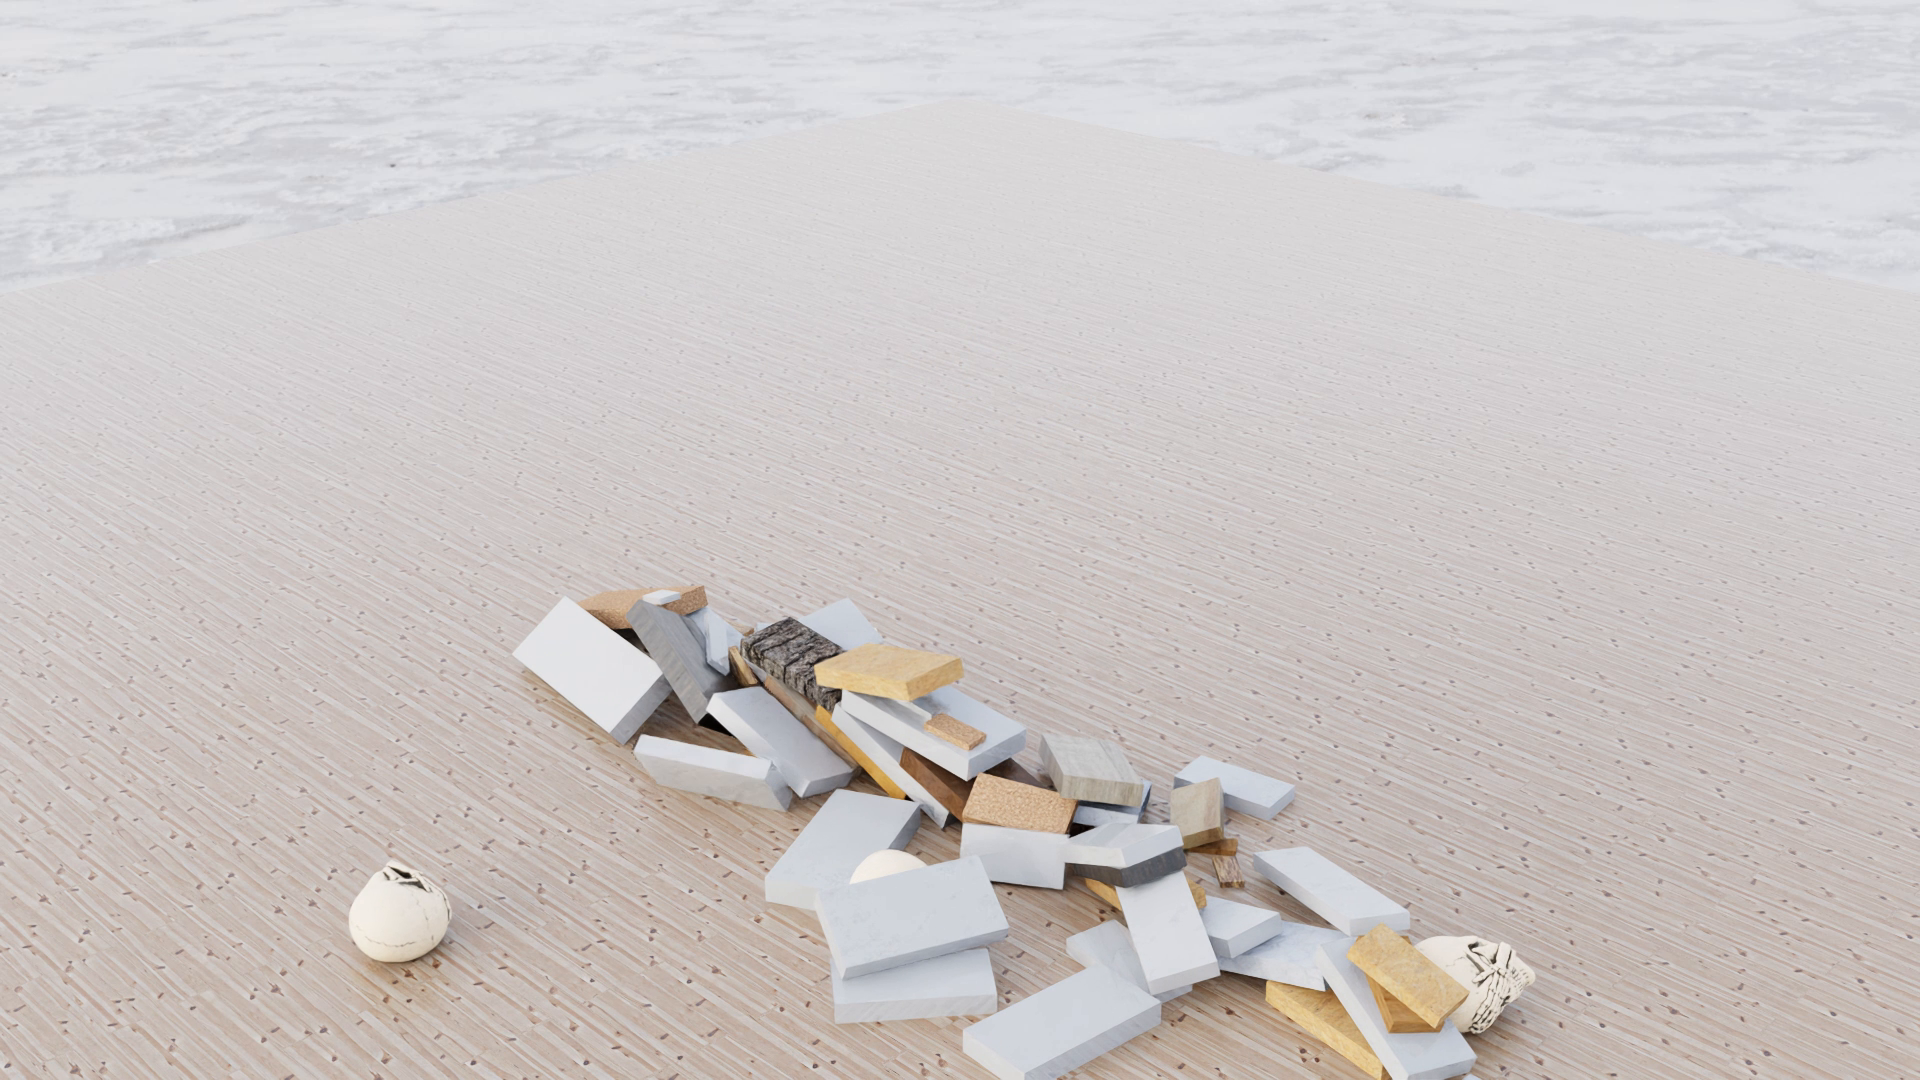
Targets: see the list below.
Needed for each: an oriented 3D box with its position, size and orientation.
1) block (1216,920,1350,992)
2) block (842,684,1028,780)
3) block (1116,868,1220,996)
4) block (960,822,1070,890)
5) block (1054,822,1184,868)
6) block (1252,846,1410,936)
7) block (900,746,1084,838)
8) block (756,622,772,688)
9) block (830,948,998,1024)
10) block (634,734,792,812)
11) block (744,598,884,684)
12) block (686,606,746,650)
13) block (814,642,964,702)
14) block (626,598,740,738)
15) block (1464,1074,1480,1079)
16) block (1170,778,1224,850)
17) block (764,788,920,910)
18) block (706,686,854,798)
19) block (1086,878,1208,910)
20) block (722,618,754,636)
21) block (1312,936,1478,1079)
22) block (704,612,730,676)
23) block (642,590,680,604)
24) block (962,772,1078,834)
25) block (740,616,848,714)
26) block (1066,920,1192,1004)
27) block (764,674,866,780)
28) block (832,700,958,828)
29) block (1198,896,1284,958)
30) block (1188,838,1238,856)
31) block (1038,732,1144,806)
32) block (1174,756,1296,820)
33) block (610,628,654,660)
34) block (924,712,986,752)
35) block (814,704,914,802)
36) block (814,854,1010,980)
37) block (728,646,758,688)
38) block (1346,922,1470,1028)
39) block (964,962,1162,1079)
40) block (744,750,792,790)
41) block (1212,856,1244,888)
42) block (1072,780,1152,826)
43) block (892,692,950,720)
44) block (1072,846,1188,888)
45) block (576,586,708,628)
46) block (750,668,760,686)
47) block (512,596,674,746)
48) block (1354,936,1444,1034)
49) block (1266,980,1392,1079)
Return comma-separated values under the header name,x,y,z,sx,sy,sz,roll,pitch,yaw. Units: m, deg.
name,x,y,z,sx,sy,sz,roll,pitch,yaw
block,0.567,0.729,3.907,0.283,0.040,0.141,3,19,44
block,-0.054,0.362,4.465,0.350,0.050,0.175,26,34,35
block,0.365,0.689,3.889,0.125,0.035,0.250,-16,33,-1
block,0.103,0.603,4.205,0.203,0.102,0.029,5,-2,12
block,0.292,0.564,4.074,0.126,0.036,0.252,-17,2,-26
block,0.671,0.637,4.015,0.111,0.031,0.472,-5,7,-12
block,0.061,0.505,4.384,0.175,0.050,0.350,-20,47,-40
block,-0.397,0.263,4.882,0.098,0.028,0.195,5,39,-14
block,-0.083,0.783,3.864,0.282,0.040,0.141,-2,23,-6
block,-0.500,0.473,4.462,0.297,0.148,0.042,9,61,21
block,-0.324,0.237,4.844,0.282,0.040,0.141,-24,58,-30
block,-0.541,0.273,4.963,0.168,0.048,0.337,-21,44,-40
block,-0.146,0.267,4.478,0.148,0.042,0.297,-22,18,-38
block,-0.574,0.283,4.765,0.180,0.051,0.360,27,19,-50
block,0.872,0.930,3.536,0.093,0.026,0.186,-21,31,-40
block,0.473,0.547,4.388,0.102,0.029,0.203,-17,19,12
block,-0.223,0.604,4.273,0.180,0.051,0.360,8,24,18
block,-0.373,0.414,4.554,0.297,0.042,0.149,39,24,26
block,0.343,0.648,4.102,0.125,0.035,0.250,-17,16,-19
block,-0.569,0.214,5.229,0.145,0.021,0.072,14,27,29
block,0.728,0.786,3.696,0.141,0.040,0.283,-7,42,-26
block,-0.542,0.229,4.900,0.050,0.014,0.262,37,12,-20
block,-0.679,0.130,5.001,0.050,0.014,0.101,-18,12,-29
block,0.117,0.524,4.267,0.203,0.029,0.102,13,55,15
block,-0.315,0.265,4.678,0.291,0.041,0.145,28,37,33
block,0.302,0.758,3.933,0.111,0.031,0.221,-15,27,-32
block,-0.267,0.370,4.668,0.145,0.041,0.291,-24,58,-41
block,-0.084,0.432,4.521,0.175,0.050,0.350,-22,52,-40
block,0.452,0.694,3.973,0.125,0.035,0.250,-20,12,-31
block,0.498,0.601,4.327,0.093,0.013,0.046,5,23,11
block,0.260,0.461,4.438,0.157,0.044,0.416,7,6,-5
block,0.564,0.509,4.522,0.221,0.031,0.111,16,28,33
block,-0.713,0.252,5.106,0.168,0.048,0.337,-20,30,-39
block,-0.010,0.381,4.365,0.113,0.016,0.057,23,33,32
block,-0.155,0.423,4.580,0.145,0.041,0.291,-20,51,-39
block,-0.087,0.672,3.929,0.313,0.044,0.157,-10,54,-22
block,-0.475,0.302,4.822,0.020,0.071,0.141,-12,38,-21
block,0.749,0.727,3.680,0.186,0.026,0.093,38,43,27
block,0.176,0.829,3.749,0.313,0.044,0.157,-18,29,-36
block,-0.398,0.479,4.583,0.141,0.020,0.071,17,30,22
block,0.517,0.639,4.237,0.046,0.013,0.093,-1,23,-4
block,0.306,0.523,4.397,0.126,0.036,0.252,9,11,10
block,-0.080,0.327,4.457,0.113,0.016,0.057,26,34,35
block,0.311,0.595,4.073,0.126,0.036,0.252,-17,2,-18
block,-0.767,0.159,5.121,0.337,0.048,0.168,-4,13,39
block,-0.403,0.340,4.830,0.098,0.028,0.195,-5,43,-26
block,-0.817,0.285,4.898,0.180,0.051,0.475,-49,41,-11
block,0.737,0.745,3.696,0.093,0.026,0.186,3,39,-16
block,0.674,0.819,3.780,0.141,0.040,0.283,-15,27,-32
